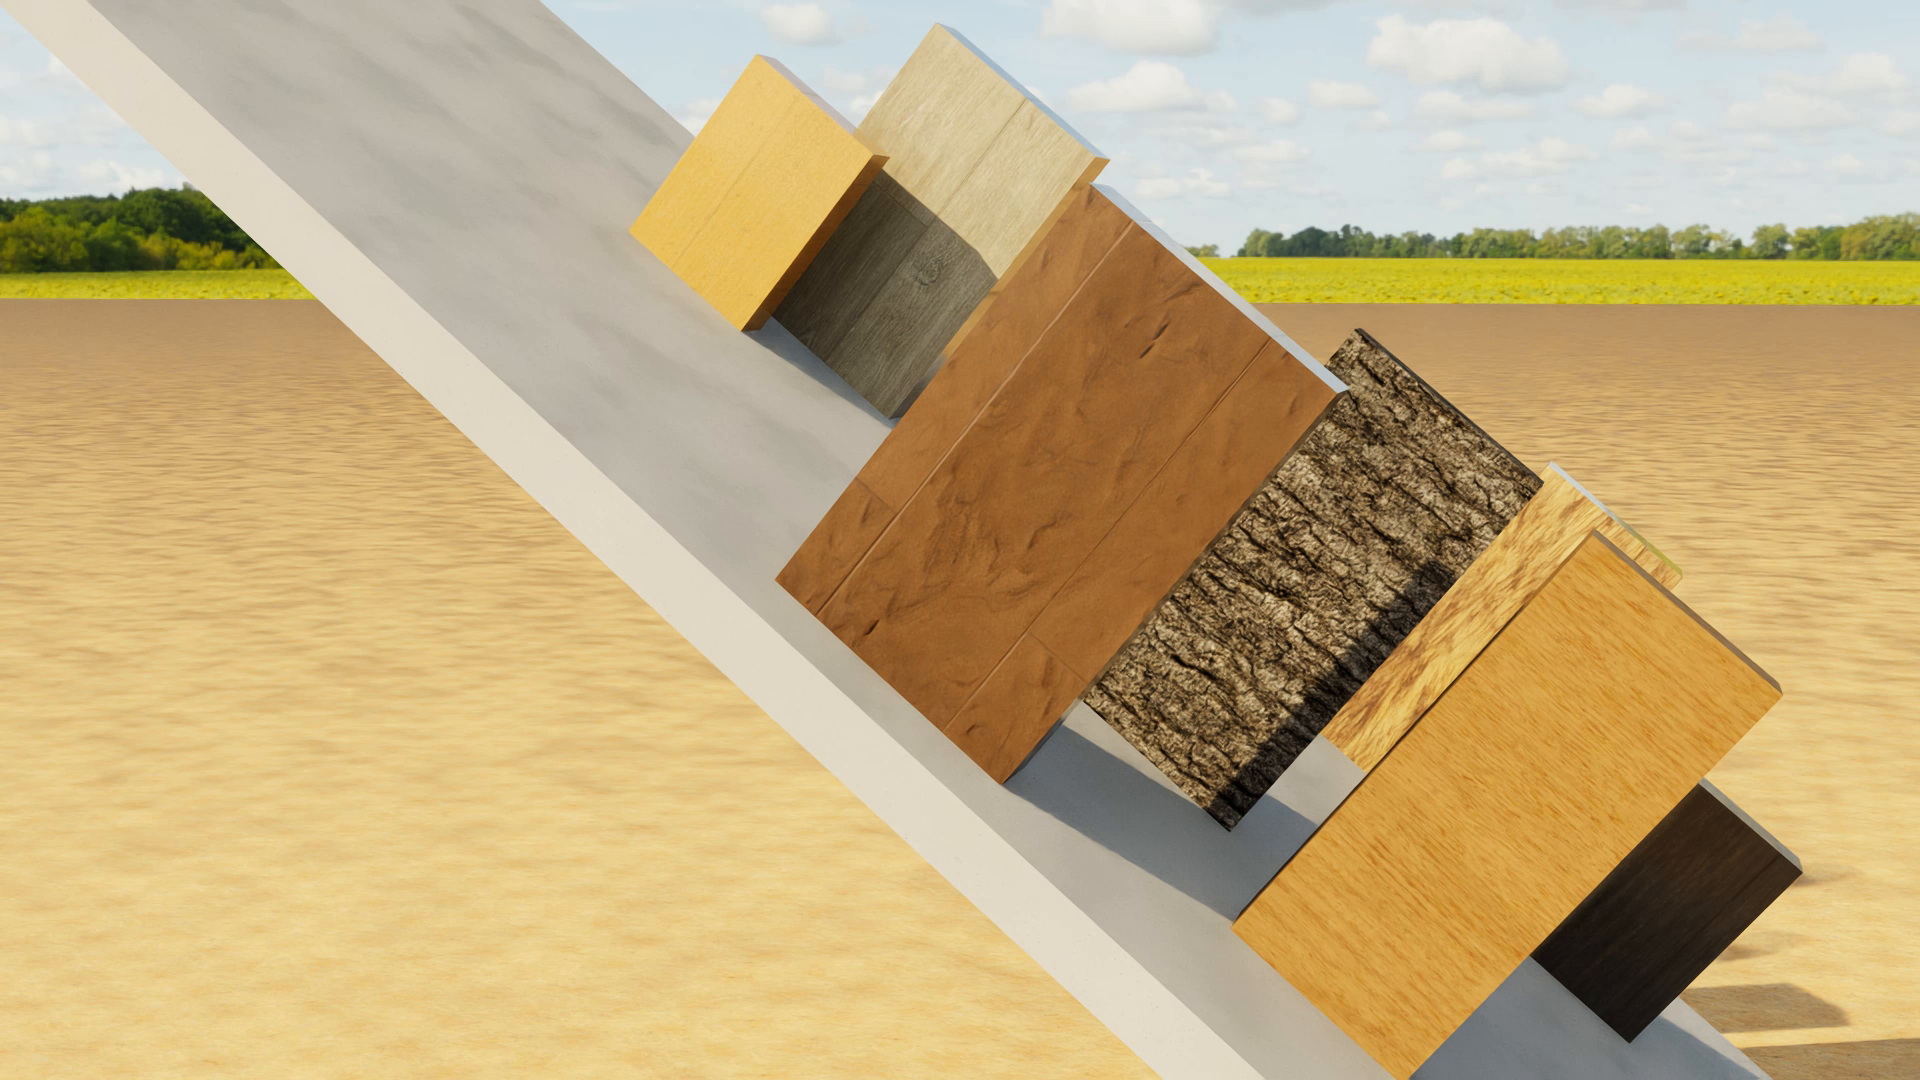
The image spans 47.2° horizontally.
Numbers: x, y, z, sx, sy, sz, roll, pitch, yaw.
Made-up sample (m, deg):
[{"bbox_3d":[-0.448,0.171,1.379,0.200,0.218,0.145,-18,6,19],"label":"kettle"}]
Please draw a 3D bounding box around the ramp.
[{"bbox_3d":[0.001,0.047,4.040,4.000,0.100,2.000,42,16,9],"label":"ramp"}]

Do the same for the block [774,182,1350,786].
[{"bbox_3d":[0.137,-0.077,3.155,0.449,0.740,0.132,42,16,9],"label":"block"}]

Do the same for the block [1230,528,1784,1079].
[{"bbox_3d":[0.785,0.394,3.214,0.337,0.793,0.099,42,16,9],"label":"block"}]

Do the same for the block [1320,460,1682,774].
[{"bbox_3d":[1.090,0.223,4.481,0.337,0.715,0.126,42,16,9],"label":"block"}]

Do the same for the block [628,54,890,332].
[{"bbox_3d":[-0.380,-0.651,4.144,0.295,0.419,0.097,42,16,9],"label":"block"}]

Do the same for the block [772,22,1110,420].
[{"bbox_3d":[-0.074,-0.619,4.311,0.406,0.650,0.126,42,16,9],"label":"block"}]

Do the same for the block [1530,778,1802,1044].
[{"bbox_3d":[1.326,0.685,4.206,0.295,0.465,0.106,42,16,9],"label":"block"}]

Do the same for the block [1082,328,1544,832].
[{"bbox_3d":[0.551,0.071,3.618,0.384,0.766,0.080,42,16,9],"label":"block"}]
